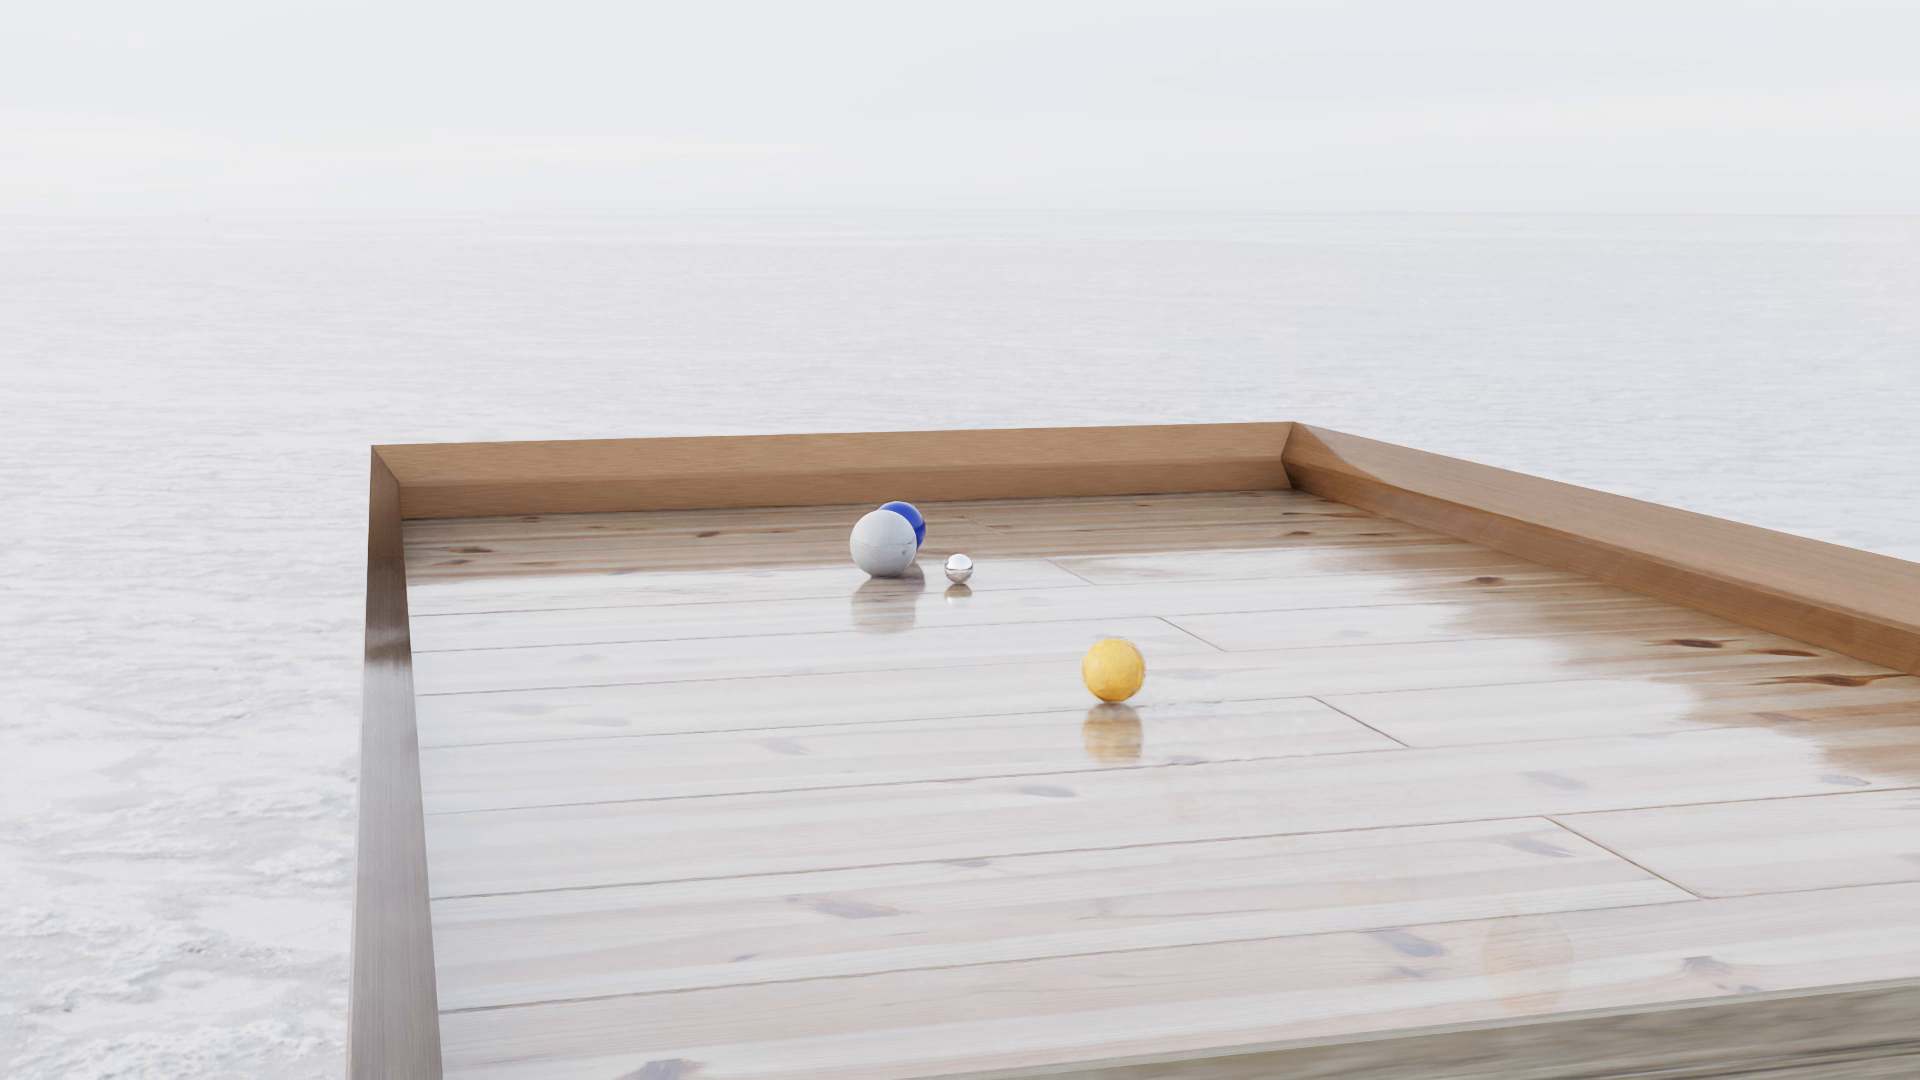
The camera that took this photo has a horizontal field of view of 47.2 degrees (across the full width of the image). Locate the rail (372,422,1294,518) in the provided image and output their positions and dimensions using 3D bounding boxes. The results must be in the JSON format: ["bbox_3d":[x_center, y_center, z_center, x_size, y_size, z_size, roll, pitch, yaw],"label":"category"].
[{"bbox_3d":[-0.182,-0.129,3.989,1.714,0.128,0.045,-2,9,-14],"label":"rail"}]

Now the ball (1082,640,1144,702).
[{"bbox_3d":[0.166,0.141,2.378,0.068,0.068,0.068,0,8,0],"label":"ball"}]

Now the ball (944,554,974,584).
[{"bbox_3d":[-0.002,0.041,3.144,0.042,0.042,0.042,0,8,0],"label":"ball"}]

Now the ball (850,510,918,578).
[{"bbox_3d":[-0.111,0.005,3.193,0.098,0.098,0.098,0,8,0],"label":"ball"}]

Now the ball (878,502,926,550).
[{"bbox_3d":[-0.096,-0.016,3.372,0.087,0.087,0.087,0,8,0],"label":"ball"}]

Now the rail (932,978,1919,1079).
[{"bbox_3d":[0.557,0.286,1.193,1.714,0.128,0.045,-2,9,-14],"label":"rail"}]

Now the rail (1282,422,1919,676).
[{"bbox_3d":[0.994,0.048,2.800,0.045,0.128,2.969,-2,9,-14],"label":"rail"}]

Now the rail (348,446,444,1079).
[{"bbox_3d":[-0.618,0.110,2.383,0.045,0.128,2.969,-2,9,-14],"label":"rail"}]
